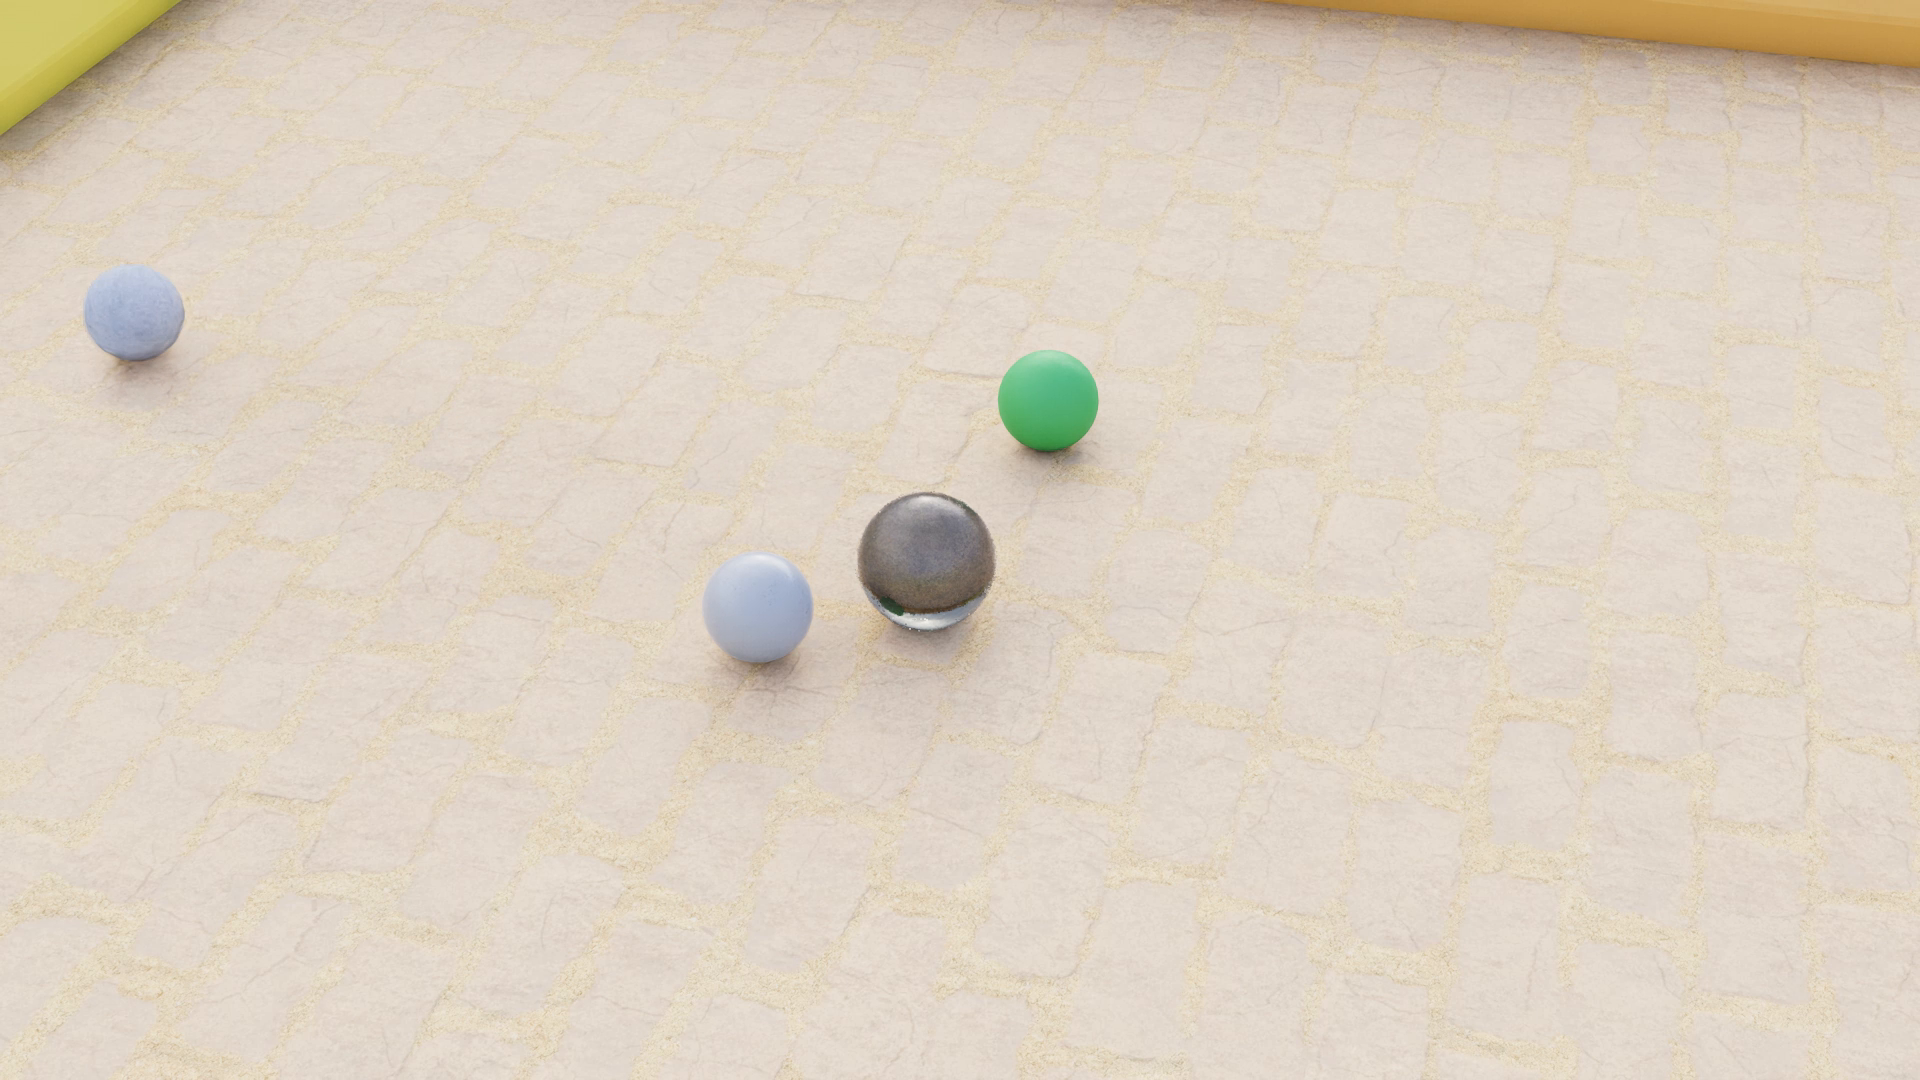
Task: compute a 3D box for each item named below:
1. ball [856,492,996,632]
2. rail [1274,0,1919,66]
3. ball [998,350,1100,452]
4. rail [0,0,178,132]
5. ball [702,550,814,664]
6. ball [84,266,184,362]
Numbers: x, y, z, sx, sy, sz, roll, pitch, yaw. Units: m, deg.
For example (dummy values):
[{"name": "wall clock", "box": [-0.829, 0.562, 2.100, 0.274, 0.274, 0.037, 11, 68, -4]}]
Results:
[{"name": "ball", "box": [-0.024, 0.015, 1.811, 0.099, 0.099, 0.099, 0, 34, 0]}, {"name": "rail", "box": [1.359, -0.470, 2.496, 4.417, 0.128, 0.045, 9, 35, 12]}, {"name": "ball", "box": [0.069, -0.109, 2.011, 0.079, 0.079, 0.079, 0, 34, 0]}, {"name": "rail", "box": [-1.044, -0.177, 2.065, 0.045, 0.128, 2.301, 9, 35, 12]}, {"name": "ball", "box": [-0.140, 0.046, 1.783, 0.078, 0.078, 0.078, 0, 34, 0]}, {"name": "ball", "box": [-0.684, -0.188, 2.126, 0.080, 0.080, 0.080, 0, 34, 0]}]
